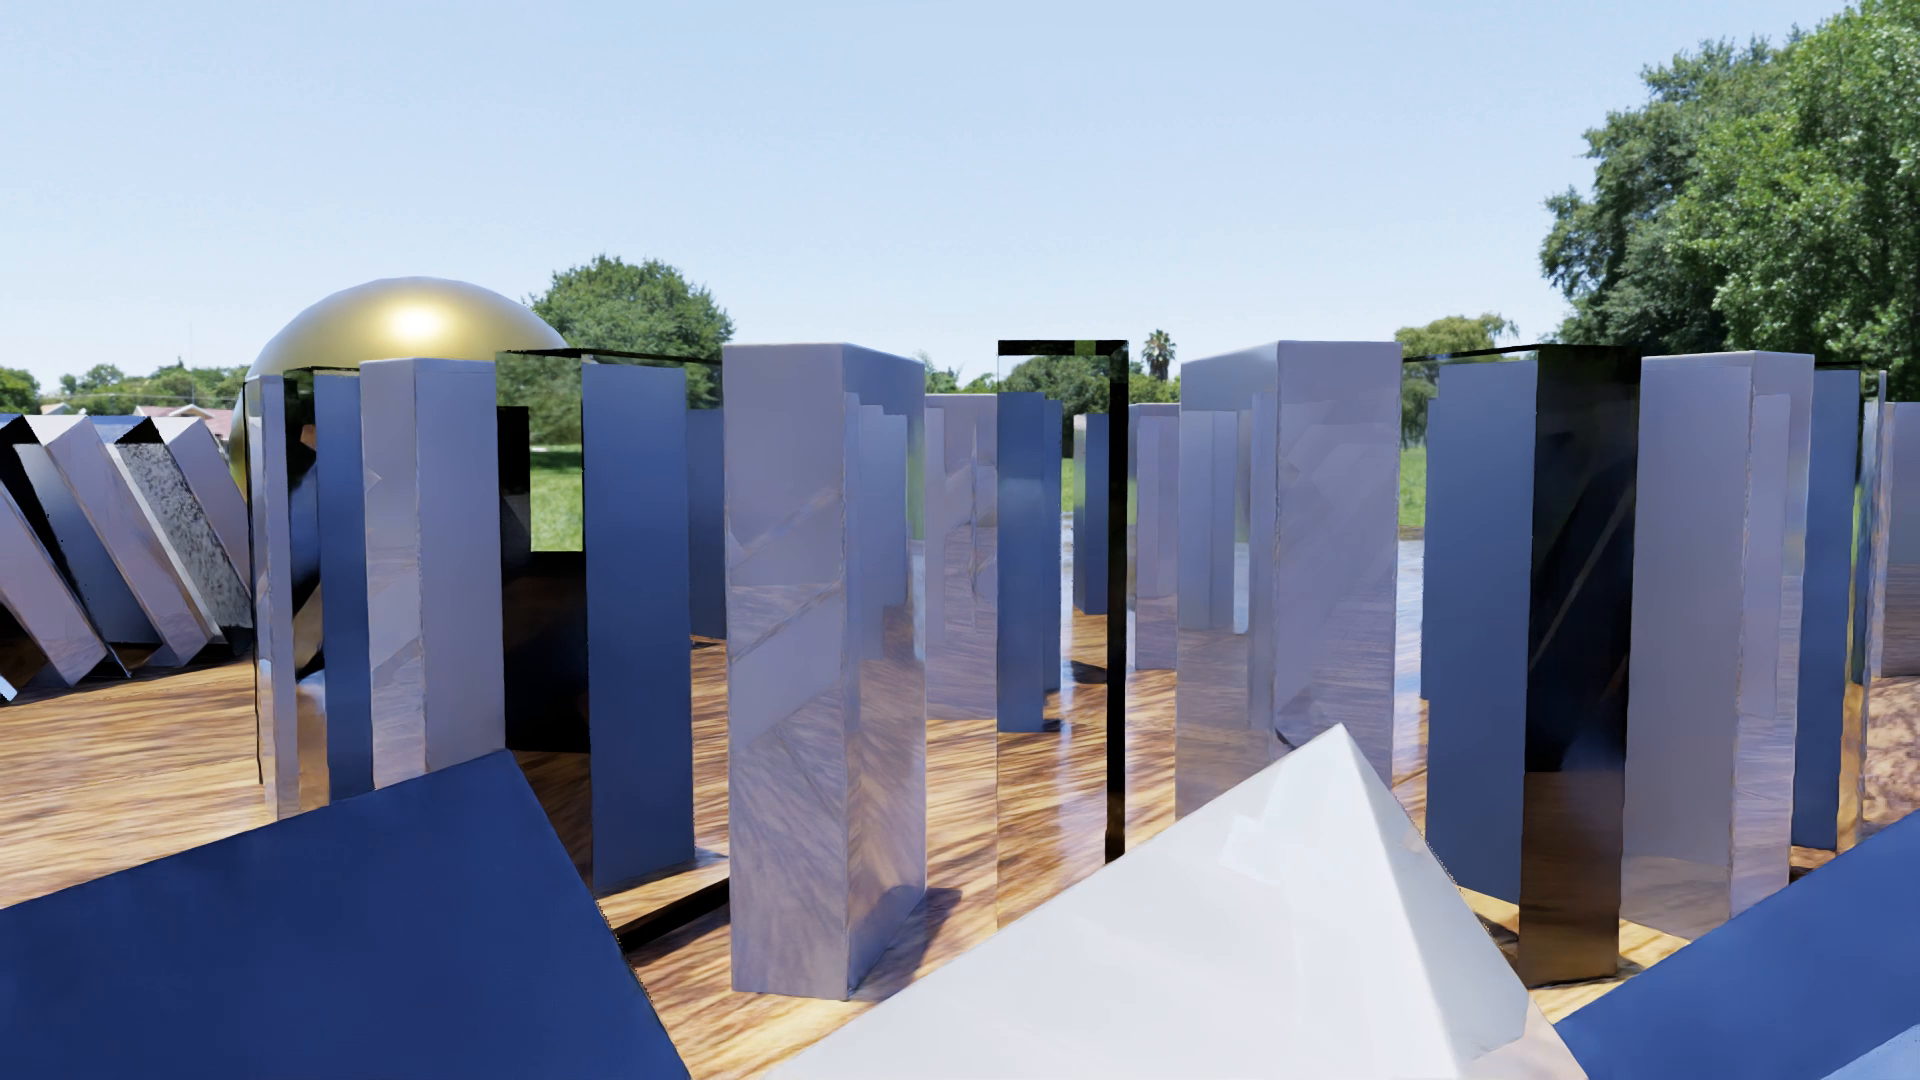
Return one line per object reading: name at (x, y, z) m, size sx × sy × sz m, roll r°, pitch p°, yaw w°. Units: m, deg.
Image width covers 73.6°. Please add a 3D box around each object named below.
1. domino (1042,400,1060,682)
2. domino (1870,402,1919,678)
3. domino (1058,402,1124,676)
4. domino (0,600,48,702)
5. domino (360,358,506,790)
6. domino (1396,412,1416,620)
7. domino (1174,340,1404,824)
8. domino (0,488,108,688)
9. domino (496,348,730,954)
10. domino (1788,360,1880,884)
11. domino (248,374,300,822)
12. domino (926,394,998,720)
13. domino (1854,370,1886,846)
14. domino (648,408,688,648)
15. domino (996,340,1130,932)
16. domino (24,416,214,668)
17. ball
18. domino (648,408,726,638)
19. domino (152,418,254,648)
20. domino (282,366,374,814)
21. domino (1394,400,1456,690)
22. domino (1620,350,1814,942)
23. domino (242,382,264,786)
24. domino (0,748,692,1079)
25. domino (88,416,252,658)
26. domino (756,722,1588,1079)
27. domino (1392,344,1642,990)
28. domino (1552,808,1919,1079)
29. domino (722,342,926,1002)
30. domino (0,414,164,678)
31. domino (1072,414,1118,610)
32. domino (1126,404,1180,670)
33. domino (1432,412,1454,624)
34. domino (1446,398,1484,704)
domino at (0.005, 0.000, 0.236) m, size 0.025 × 0.050 × 0.010 m, roll 4°, pitch 6°, yaw 43°
domino at (0.178, 0.000, 0.240) m, size 0.025 × 0.050 × 0.009 m, roll -2°, pitch 5°, yaw -19°
domino at (0.020, -0.001, 0.247) m, size 0.010 × 0.050 × 0.025 m, roll -2°, pitch 5°, yaw -30°
domino at (-0.172, 0.004, 0.202) m, size 0.025 × 0.050 × 0.010 m, roll 1°, pitch 40°, yaw 12°
domino at (-0.043, 0.008, 0.126) m, size 0.010 × 0.050 × 0.025 m, roll 3°, pitch 5°, yaw 39°
domino at (0.107, -0.007, 0.321) m, size 0.010 × 0.050 × 0.025 m, roll 2°, pitch 5°, yaw 26°
domino at (0.026, 0.009, 0.108) m, size 0.009 × 0.050 × 0.025 m, roll 0°, pitch 4°, yaw -7°
domino at (-0.169, 0.003, 0.215) m, size 0.025 × 0.050 × 0.010 m, roll 1°, pitch 36°, yaw 12°
domino at (-0.028, 0.009, 0.115) m, size 0.009 × 0.050 × 0.025 m, roll 2°, pitch 5°, yaw 28°
domino at (0.076, 0.008, 0.130) m, size 0.025 × 0.050 × 0.010 m, roll 4°, pitch 6°, yaw 44°
domino at (-0.069, 0.006, 0.152) m, size 0.025 × 0.050 × 0.010 m, roll -3°, pitch 5°, yaw -36°
domino at (0.000, 0.002, 0.201) m, size 0.025 × 0.050 × 0.010 m, roll 0°, pitch 4°, yaw 0°
domino at (0.088, 0.007, 0.145) m, size 0.025 × 0.050 × 0.009 m, roll 3°, pitch 5°, yaw 34°
domino at (-0.071, -0.003, 0.275) m, size 0.025 × 0.050 × 0.010 m, roll 4°, pitch 6°, yaw 28°
domino at (0.008, 0.010, 0.107) m, size 0.010 × 0.050 × 0.025 m, roll 0°, pitch 4°, yaw 2°
domino at (-0.162, 0.001, 0.236) m, size 0.025 × 0.050 × 0.009 m, roll 1°, pitch 36°, yaw 12°
ball at (-0.121, -0.019, 0.292) m, size 0.080 × 0.080 × 0.080 m, roll 0°, pitch 4°, yaw 0°
domino at (-0.061, -0.004, 0.291) m, size 0.025 × 0.050 × 0.009 m, roll 4°, pitch 6°, yaw 41°
domino at (-0.155, -0.001, 0.257) m, size 0.025 × 0.050 × 0.009 m, roll 1°, pitch 36°, yaw 12°
domino at (-0.057, 0.007, 0.138) m, size 0.025 × 0.050 × 0.009 m, roll -4°, pitch 6°, yaw -43°
domino at (0.087, 0.000, 0.231) m, size 0.025 × 0.050 × 0.009 m, roll -3°, pitch 5°, yaw -35°
domino at (0.062, 0.009, 0.118) m, size 0.010 × 0.050 × 0.025 m, roll -3°, pitch 5°, yaw -31°
domino at (-0.079, 0.005, 0.168) m, size 0.025 × 0.050 × 0.009 m, roll -2°, pitch 5°, yaw -27°
domino at (-0.031, 0.023, 0.023) m, size 0.050 × 0.010 × 0.025 m, roll -35°, pitch -9°, yaw 20°
domino at (-0.158, 0.000, 0.246) m, size 0.025 × 0.050 × 0.009 m, roll 1°, pitch 36°, yaw 12°
domino at (-0.012, 0.023, 0.021) m, size 0.050 × 0.010 × 0.025 m, roll -35°, pitch -4°, yaw 13°
domino at (0.045, 0.009, 0.111) m, size 0.010 × 0.050 × 0.025 m, roll -1°, pitch 4°, yaw -16°
domino at (0.006, 0.023, 0.020) m, size 0.050 × 0.009 × 0.025 m, roll -36°, pitch -1°, yaw 9°
domino at (-0.011, 0.009, 0.109) m, size 0.009 × 0.050 × 0.025 m, roll 1°, pitch 4°, yaw 12°
domino at (-0.165, 0.002, 0.225) m, size 0.025 × 0.050 × 0.009 m, roll 1°, pitch 36°, yaw 12°
domino at (0.036, -0.008, 0.339) m, size 0.009 × 0.050 × 0.025 m, roll 0°, pitch 4°, yaw -2°
domino at (0.037, -0.001, 0.253) m, size 0.010 × 0.050 × 0.025 m, roll 0°, pitch 4°, yaw -1°
domino at (0.123, -0.006, 0.313) m, size 0.010 × 0.050 × 0.025 m, roll 3°, pitch 5°, yaw 32°
domino at (0.095, 0.001, 0.215) m, size 0.025 × 0.050 × 0.010 m, roll -2°, pitch 5°, yaw -22°
